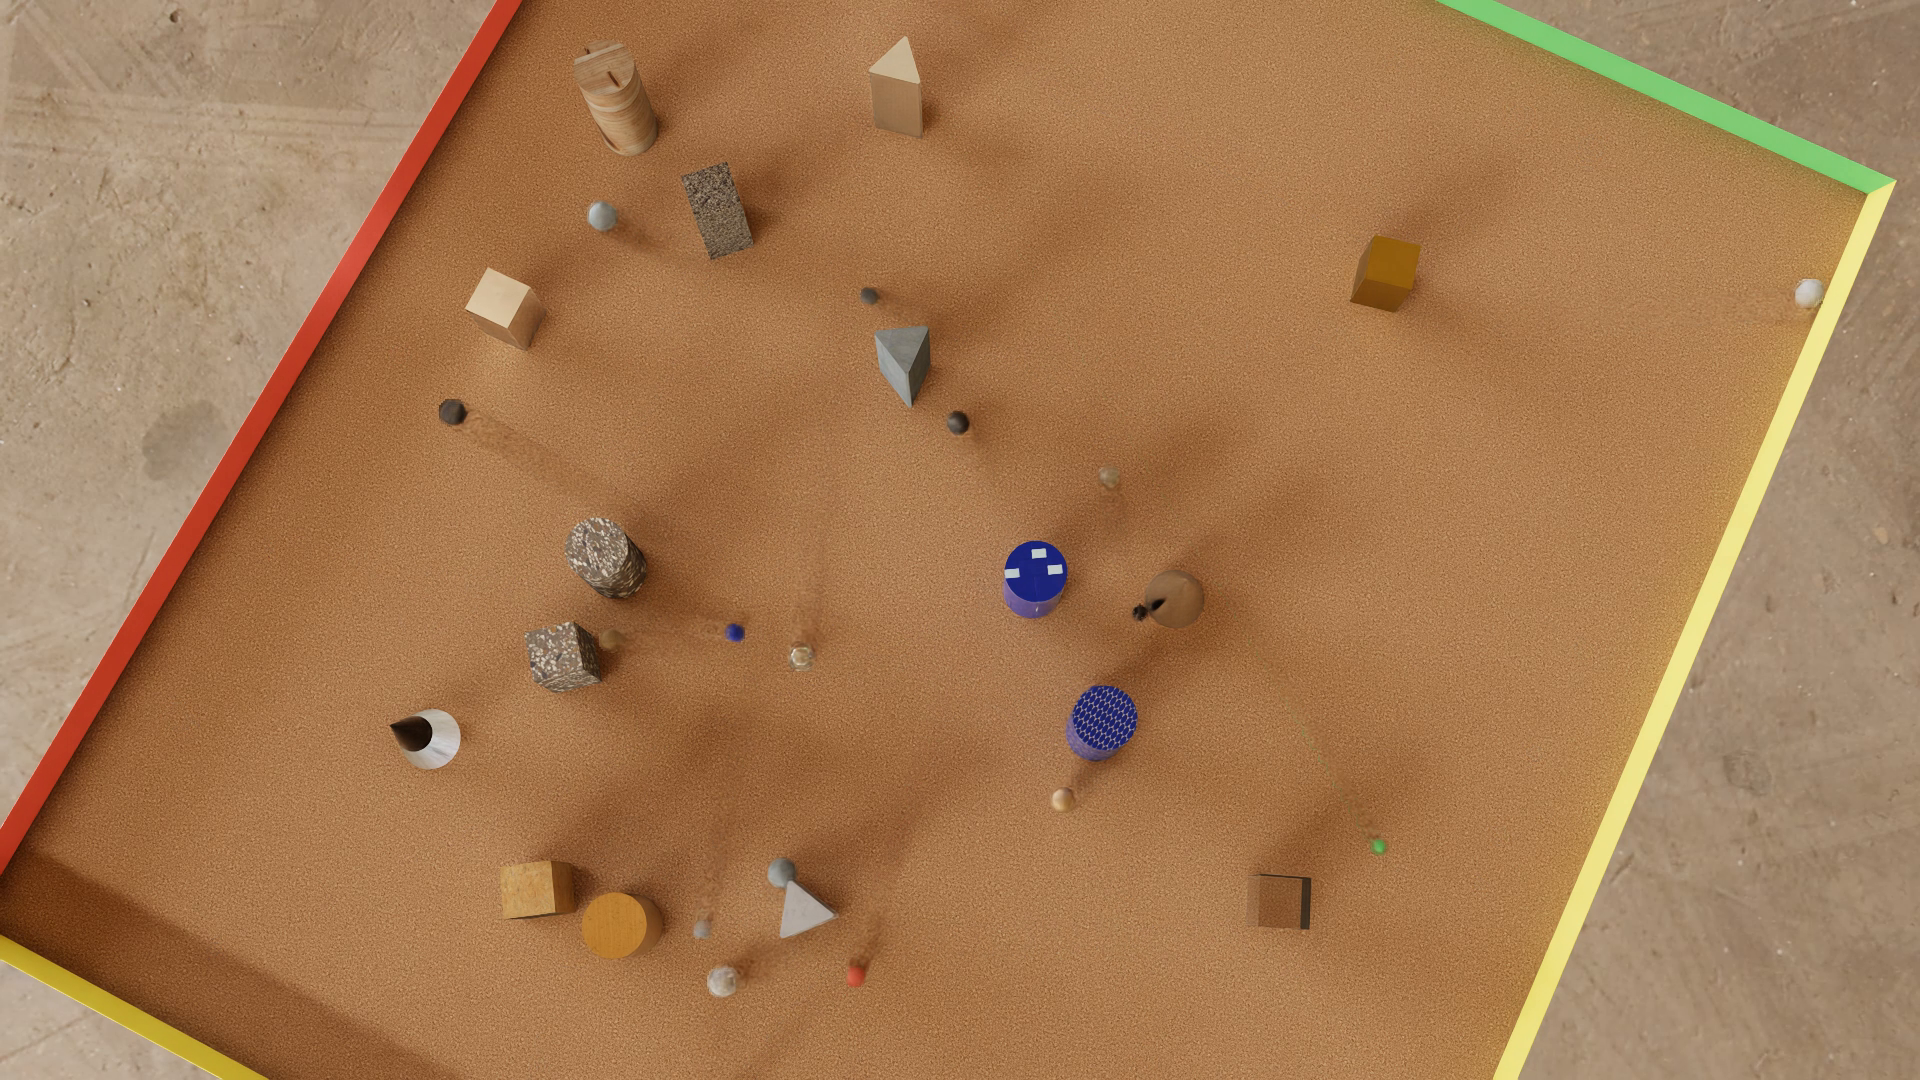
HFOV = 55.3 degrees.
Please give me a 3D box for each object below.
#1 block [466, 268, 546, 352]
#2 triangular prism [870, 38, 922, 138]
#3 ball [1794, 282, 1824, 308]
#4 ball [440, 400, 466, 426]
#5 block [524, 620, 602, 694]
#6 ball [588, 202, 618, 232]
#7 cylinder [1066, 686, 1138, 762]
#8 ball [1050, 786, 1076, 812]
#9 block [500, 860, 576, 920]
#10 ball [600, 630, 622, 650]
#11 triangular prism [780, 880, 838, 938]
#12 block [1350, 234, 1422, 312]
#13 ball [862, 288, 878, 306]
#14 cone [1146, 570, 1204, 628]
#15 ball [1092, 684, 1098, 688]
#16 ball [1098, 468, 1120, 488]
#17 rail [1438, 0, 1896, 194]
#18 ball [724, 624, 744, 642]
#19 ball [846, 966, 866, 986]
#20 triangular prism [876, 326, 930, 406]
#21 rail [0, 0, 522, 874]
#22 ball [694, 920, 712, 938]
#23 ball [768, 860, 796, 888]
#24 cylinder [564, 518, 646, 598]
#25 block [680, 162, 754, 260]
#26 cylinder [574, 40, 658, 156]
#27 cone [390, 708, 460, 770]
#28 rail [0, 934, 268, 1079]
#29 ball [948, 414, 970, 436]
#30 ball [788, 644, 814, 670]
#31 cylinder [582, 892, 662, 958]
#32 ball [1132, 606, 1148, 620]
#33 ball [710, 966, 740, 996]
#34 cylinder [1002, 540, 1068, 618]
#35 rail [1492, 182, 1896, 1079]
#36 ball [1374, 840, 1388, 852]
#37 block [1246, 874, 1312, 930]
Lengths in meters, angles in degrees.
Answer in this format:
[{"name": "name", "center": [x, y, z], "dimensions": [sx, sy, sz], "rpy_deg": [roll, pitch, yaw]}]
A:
[{"name": "block", "center": [-1.395, -0.707, 5.642], "dimensions": [0.145, 0.236, 0.145], "rpy_deg": [25, 79, 5]}, {"name": "triangular prism", "center": [-0.180, -1.415, 5.707], "dimensions": [0.157, 0.395, 0.136], "rpy_deg": [14, 79, 3]}, {"name": "ball", "center": [2.657, -0.768, 5.732], "dimensions": [0.083, 0.083, 0.083], "rpy_deg": [0, 78, 0]}, {"name": "ball", "center": [-1.563, -0.392, 5.658], "dimensions": [0.077, 0.077, 0.077], "rpy_deg": [0, 78, 0]}, {"name": "block", "center": [-1.166, 0.348, 5.398], "dimensions": [0.145, 0.287, 0.145], "rpy_deg": [-14, 79, -3]}, {"name": "ball", "center": [-1.126, -1.020, 5.781], "dimensions": [0.091, 0.091, 0.091], "rpy_deg": [0, 78, 0]}, {"name": "cylinder", "center": [0.406, 0.536, 5.311], "dimensions": [0.181, 0.381, 0.181], "rpy_deg": [0, 78, 0]}, {"name": "ball", "center": [0.305, 0.766, 5.421], "dimensions": [0.073, 0.073, 0.073], "rpy_deg": [0, 78, 0]}, {"name": "block", "center": [-1.213, 1.008, 5.270], "dimensions": [0.145, 0.270, 0.145], "rpy_deg": [-7, 78, -2]}, {"name": "ball", "center": [-1.050, 0.301, 5.521], "dimensions": [0.064, 0.064, 0.064], "rpy_deg": [0, 78, 0]}, {"name": "triangular prism", "center": [-0.453, 1.044, 5.262], "dimensions": [0.157, 0.272, 0.136], "rpy_deg": [-22, 79, -4]}, {"name": "block", "center": [1.316, -0.823, 5.675], "dimensions": [0.145, 0.219, 0.145], "rpy_deg": [14, 79, 3]}, {"name": "ball", "center": [-0.280, -0.763, 5.748], "dimensions": [0.052, 0.052, 0.052], "rpy_deg": [0, 78, 0]}, {"name": "cone", "center": [0.654, 0.147, 5.420], "dimensions": [0.181, 0.326, 0.181], "rpy_deg": [0, 78, 0]}, {"name": "ball", "center": [0.411, 0.455, 5.502], "dimensions": [0.040, 0.040, 0.040], "rpy_deg": [0, 78, 0]}, {"name": "ball", "center": [0.458, -0.189, 5.623], "dimensions": [0.064, 0.064, 0.064], "rpy_deg": [0, 78, 0]}, {"name": "rail", "center": [1.032, -2.015, 5.972], "dimensions": [4.218, 0.118, 0.045], "rpy_deg": [26, 80, 5]}, {"name": "ball", "center": [-0.682, 0.280, 5.530], "dimensions": [0.055, 0.055, 0.055], "rpy_deg": [0, 78, 0]}, {"name": "ball", "center": [-0.303, 1.267, 5.327], "dimensions": [0.054, 0.054, 0.054], "rpy_deg": [0, 78, 0]}, {"name": "triangular prism", "center": [-0.148, -0.550, 5.543], "dimensions": [0.136, 0.365, 0.157], "rpy_deg": [-36, 81, -7]}, {"name": "rail", "center": [-1.865, -0.907, 5.743], "dimensions": [0.045, 0.118, 4.663], "rpy_deg": [26, 80, 5]}, {"name": "ball", "center": [-0.751, 1.136, 5.354], "dimensions": [0.054, 0.054, 0.054], "rpy_deg": [0, 78, 0]}, {"name": "ball", "center": [-0.522, 0.979, 5.371], "dimensions": [0.084, 0.084, 0.084], "rpy_deg": [0, 78, 0]}, {"name": "cylinder", "center": [-1.047, 0.058, 5.435], "dimensions": [0.181, 0.331, 0.181], "rpy_deg": [0, 78, 0]}, {"name": "block", "center": [-0.744, -1.011, 5.649], "dimensions": [0.145, 0.345, 0.145], "rpy_deg": [-19, 79, -4]}, {"name": "cylinder", "center": [-1.060, -1.362, 5.672], "dimensions": [0.181, 0.442, 0.181], "rpy_deg": [0, 78, 0]}, {"name": "cone", "center": [-1.588, 0.556, 5.296], "dimensions": [0.181, 0.403, 0.181], "rpy_deg": [0, 78, 0]}, {"name": "rail", "center": [-1.032, 2.028, 5.136], "dimensions": [4.218, 0.118, 0.045], "rpy_deg": [26, 80, 5]}, {"name": "ball", "center": [-0.005, -0.357, 5.656], "dimensions": [0.067, 0.067, 0.067], "rpy_deg": [0, 78, 0]}, {"name": "ball", "center": [-0.476, 0.351, 5.503], "dimensions": [0.080, 0.080, 0.080], "rpy_deg": [0, 78, 0]}, {"name": "cylinder", "center": [-0.964, 1.103, 5.245], "dimensions": [0.181, 0.280, 0.181], "rpy_deg": [0, 78, 0]}, {"name": "ball", "center": [0.543, 0.222, 5.547], "dimensions": [0.046, 0.046, 0.046], "rpy_deg": [0, 78, 0]}, {"name": "ball", "center": [-0.682, 1.278, 5.308], "dimensions": [0.086, 0.086, 0.086], "rpy_deg": [0, 78, 0]}, {"name": "cylinder", "center": [0.220, 0.120, 5.442], "dimensions": [0.181, 0.293, 0.181], "rpy_deg": [0, 78, 0]}, {"name": "rail", "center": [1.865, 0.920, 5.365], "dimensions": [0.045, 0.118, 4.663], "rpy_deg": [26, 80, 5]}, {"name": "ball", "center": [1.241, 0.903, 5.409], "dimensions": [0.041, 0.041, 0.041], "rpy_deg": [0, 78, 0]}, {"name": "block", "center": [0.916, 1.044, 5.282], "dimensions": [0.145, 0.232, 0.145], "rpy_deg": [4, 78, 1]}]
